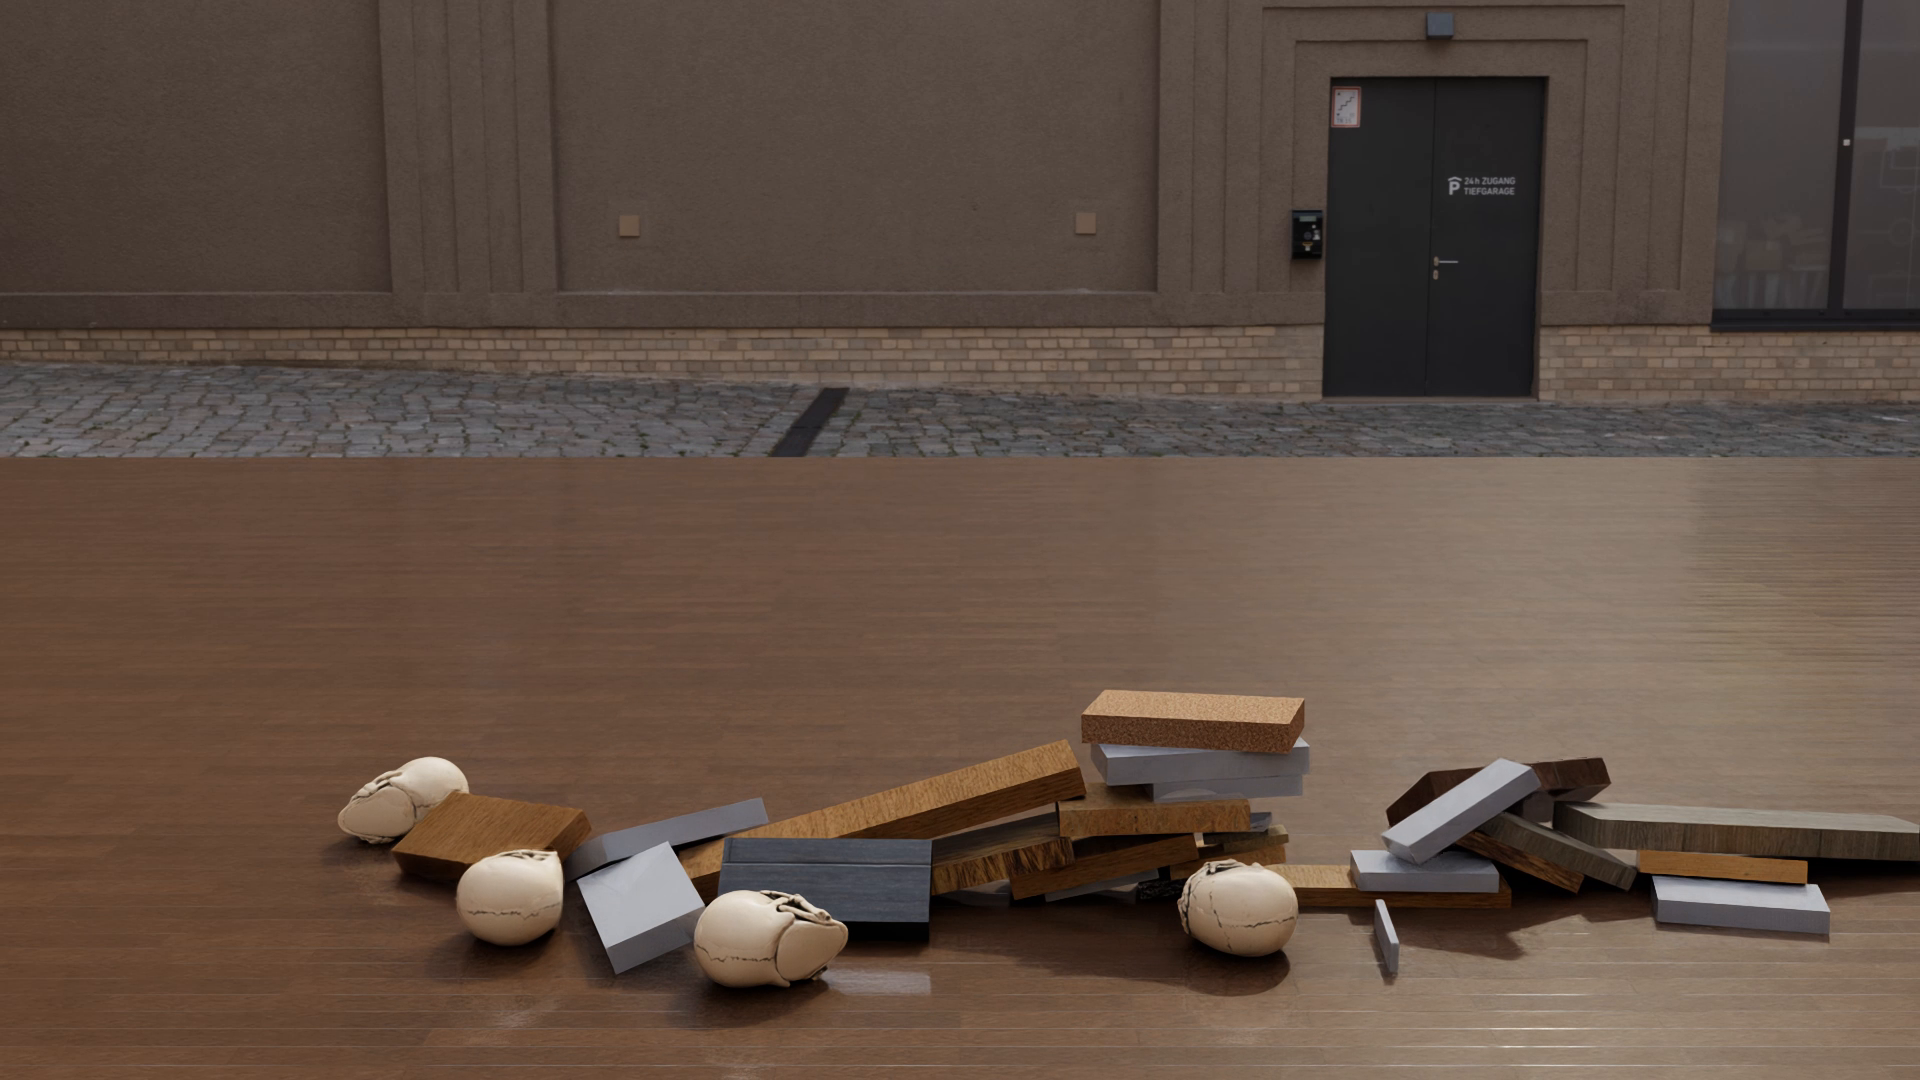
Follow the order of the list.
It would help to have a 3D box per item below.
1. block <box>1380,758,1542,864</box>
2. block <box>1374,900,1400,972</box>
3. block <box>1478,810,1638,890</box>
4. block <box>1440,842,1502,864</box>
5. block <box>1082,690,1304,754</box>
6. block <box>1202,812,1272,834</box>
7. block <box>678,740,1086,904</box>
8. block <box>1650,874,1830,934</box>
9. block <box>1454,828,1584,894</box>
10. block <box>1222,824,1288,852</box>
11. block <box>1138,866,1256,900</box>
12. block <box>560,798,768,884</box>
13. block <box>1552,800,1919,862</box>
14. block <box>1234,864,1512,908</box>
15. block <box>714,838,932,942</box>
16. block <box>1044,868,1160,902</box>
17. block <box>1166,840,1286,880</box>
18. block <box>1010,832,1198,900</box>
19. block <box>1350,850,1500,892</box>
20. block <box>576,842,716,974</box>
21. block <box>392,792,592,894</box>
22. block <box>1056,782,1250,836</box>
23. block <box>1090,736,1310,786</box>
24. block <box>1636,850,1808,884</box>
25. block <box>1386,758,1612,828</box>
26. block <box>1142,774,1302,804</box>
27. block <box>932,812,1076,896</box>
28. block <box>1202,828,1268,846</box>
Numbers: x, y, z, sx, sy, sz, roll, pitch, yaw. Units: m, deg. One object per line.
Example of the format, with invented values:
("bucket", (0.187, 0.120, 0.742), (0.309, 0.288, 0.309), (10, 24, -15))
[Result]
("block", (0.827, 0.447, 3.636), (0.247, 0.035, 0.123), (-31, 7, -8))
("block", (0.663, 0.613, 3.417), (0.013, 0.046, 0.192), (1, 11, 4))
("block", (0.994, 0.513, 3.704), (0.261, 0.037, 0.131), (21, 5, -15))
("block", (0.890, 0.537, 3.858), (0.247, 0.035, 0.123), (-6, 12, -30))
("block", (0.391, 0.302, 3.679), (0.345, 0.049, 0.172), (1, 10, 17))
("block", (0.458, 0.468, 3.643), (0.107, 0.015, 0.054), (-5, 11, 23))
("block", (-0.135, 0.472, 3.678), (0.687, 0.047, 0.167), (-16, 11, -2))
("block", (1.263, 0.589, 3.571), (0.261, 0.037, 0.131), (2, 11, 12))
("block", (0.922, 0.522, 3.686), (0.225, 0.032, 0.112), (22, 5, -4))
("block", (0.487, 0.494, 3.646), (0.107, 0.015, 0.054), (-9, 10, 1))
("block", (0.391, 0.556, 3.660), (0.191, 0.027, 0.095), (-8, 10, 3))
("block", (-0.506, 0.513, 3.764), (0.322, 0.046, 0.161), (-9, -14, -40))
("block", (1.360, 0.503, 3.793), (0.639, 0.049, 0.172), (4, 3, -10))
("block", (0.682, 0.576, 3.659), (0.443, 0.032, 0.113), (0, 11, 2))
("block", (-0.214, 0.555, 3.505), (0.335, 0.047, 0.167), (0, 42, 2))
("block", (0.234, 0.555, 3.665), (0.191, 0.027, 0.095), (-13, 10, 4))
("block", (0.438, 0.522, 3.653), (0.191, 0.027, 0.095), (-9, 10, 0))
("block", (0.235, 0.519, 3.658), (0.309, 0.044, 0.154), (-13, 10, 3))
("block", (0.766, 0.547, 3.636), (0.225, 0.032, 0.113), (0, 11, 2))
("block", (-0.501, 0.577, 3.479), (0.161, 0.046, 0.322), (-22, 16, -13))
("block", (-0.796, 0.510, 3.732), (0.322, 0.046, 0.161), (2, 34, 36))
("block", (0.315, 0.442, 3.638), (0.309, 0.044, 0.154), (-2, 10, 0))
("block", (0.396, 0.354, 3.661), (0.335, 0.047, 0.167), (-3, 10, -6))
("block", (1.272, 0.547, 3.682), (0.261, 0.037, 0.131), (2, -8, 15))
("block", (0.937, 0.448, 3.833), (0.345, 0.049, 0.172), (-2, -28, -19))
("block", (0.432, 0.396, 3.650), (0.247, 0.035, 0.123), (-2, 10, -5))
("block", (0.032, 0.524, 3.646), (0.309, 0.044, 0.154), (-13, 10, 2))
("block", (0.456, 0.484, 3.645), (0.107, 0.015, 0.054), (-8, 10, 6))
